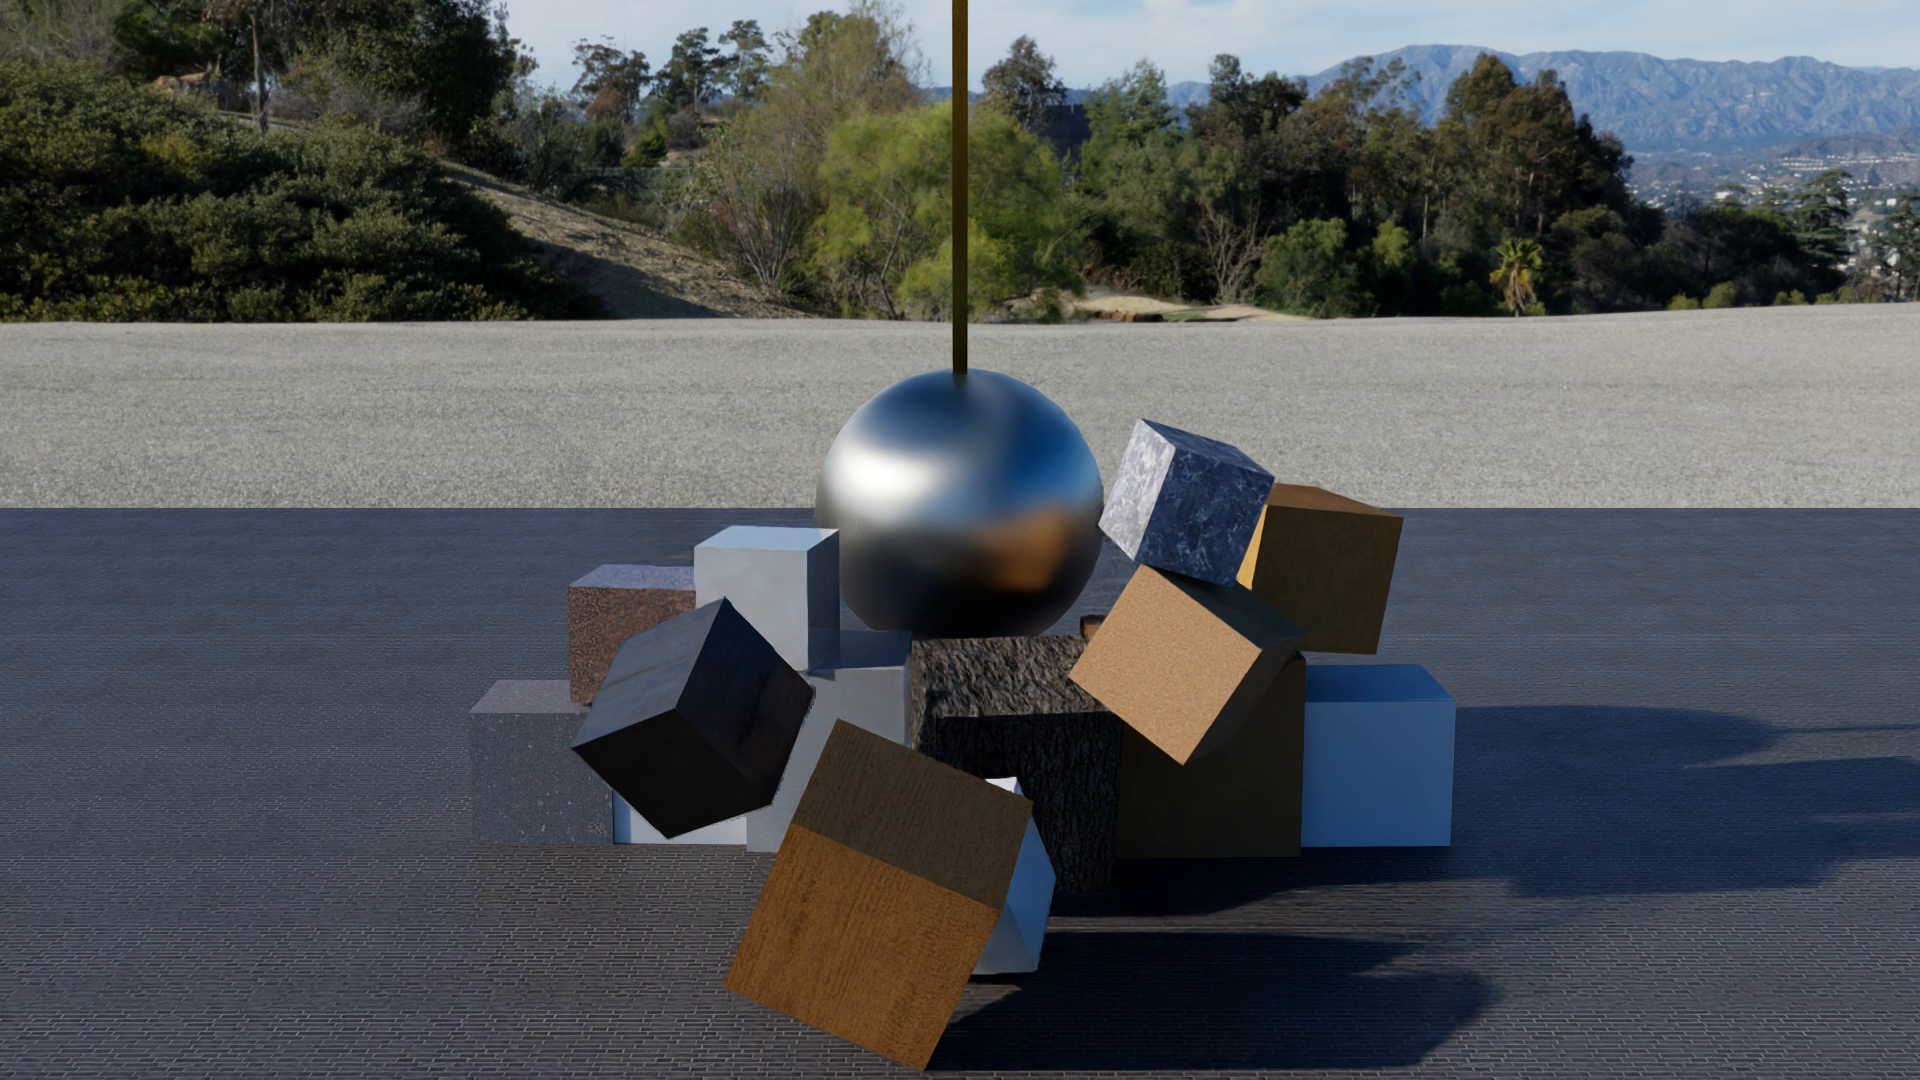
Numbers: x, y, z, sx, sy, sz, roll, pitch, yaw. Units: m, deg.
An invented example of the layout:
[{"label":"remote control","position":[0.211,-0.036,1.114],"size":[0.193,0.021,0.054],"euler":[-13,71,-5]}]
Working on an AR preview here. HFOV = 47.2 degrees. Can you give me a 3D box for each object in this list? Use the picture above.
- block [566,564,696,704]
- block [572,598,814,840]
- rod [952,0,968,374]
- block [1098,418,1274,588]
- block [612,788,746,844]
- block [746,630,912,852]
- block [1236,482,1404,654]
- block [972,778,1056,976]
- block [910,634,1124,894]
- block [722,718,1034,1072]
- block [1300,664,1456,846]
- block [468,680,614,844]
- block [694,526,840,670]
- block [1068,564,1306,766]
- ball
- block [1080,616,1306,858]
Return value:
[{"label":"block","position":[-1.587,0.483,11.282],"size":[0.674,0.600,0.586],"euler":[2,10,9]},{"label":"block","position":[-1.197,0.812,9.961],"size":[0.652,0.658,0.692],"euler":[-22,32,33]},{"label":"rod","position":[0.000,-3.360,10.972],"size":[0.080,5.200,0.080],"euler":[0,19,0]},{"label":"block","position":[1.029,-0.174,10.063],"size":[0.504,0.542,0.530],"euler":[15,13,-19]},{"label":"block","position":[-1.396,1.129,11.381],"size":[0.687,0.707,0.667],"euler":[0,10,2]},{"label":"block","position":[-0.658,1.020,11.325],"size":[0.788,0.941,0.869],"euler":[0,10,2]},{"label":"block","position":[1.631,0.122,11.216],"size":[0.847,0.717,0.741],"euler":[4,11,-28]},{"label":"block","position":[0.015,1.426,9.264],"size":[0.563,0.613,0.529],"euler":[-7,37,19]},{"label":"block","position":[0.246,1.076,10.569],"size":[0.872,0.951,0.849],"euler":[-2,22,-9]},{"label":"block","position":[-0.309,1.362,8.489],"size":[0.833,0.857,0.712],"euler":[23,30,0]},{"label":"block","position":[2.071,1.104,11.398],"size":[0.785,0.749,0.790],"euler":[0,10,-1]},{"label":"block","position":[-2.100,1.140,11.383],"size":[0.707,0.684,0.683],"euler":[0,10,1]},{"label":"block","position":[-0.963,0.282,11.085],"size":[0.572,0.596,0.618],"euler":[2,11,11]},{"label":"block","position":[1.058,0.527,10.183],"size":[0.670,0.651,0.726],"euler":[37,18,17]},{"label":"ball","position":[0.000,-0.147,12.083],"size":[1.600,1.600,1.600],"euler":[0,10,0]},{"label":"block","position":[1.167,0.988,11.328],"size":[1.008,1.003,1.051],"euler":[0,10,-2]}]
